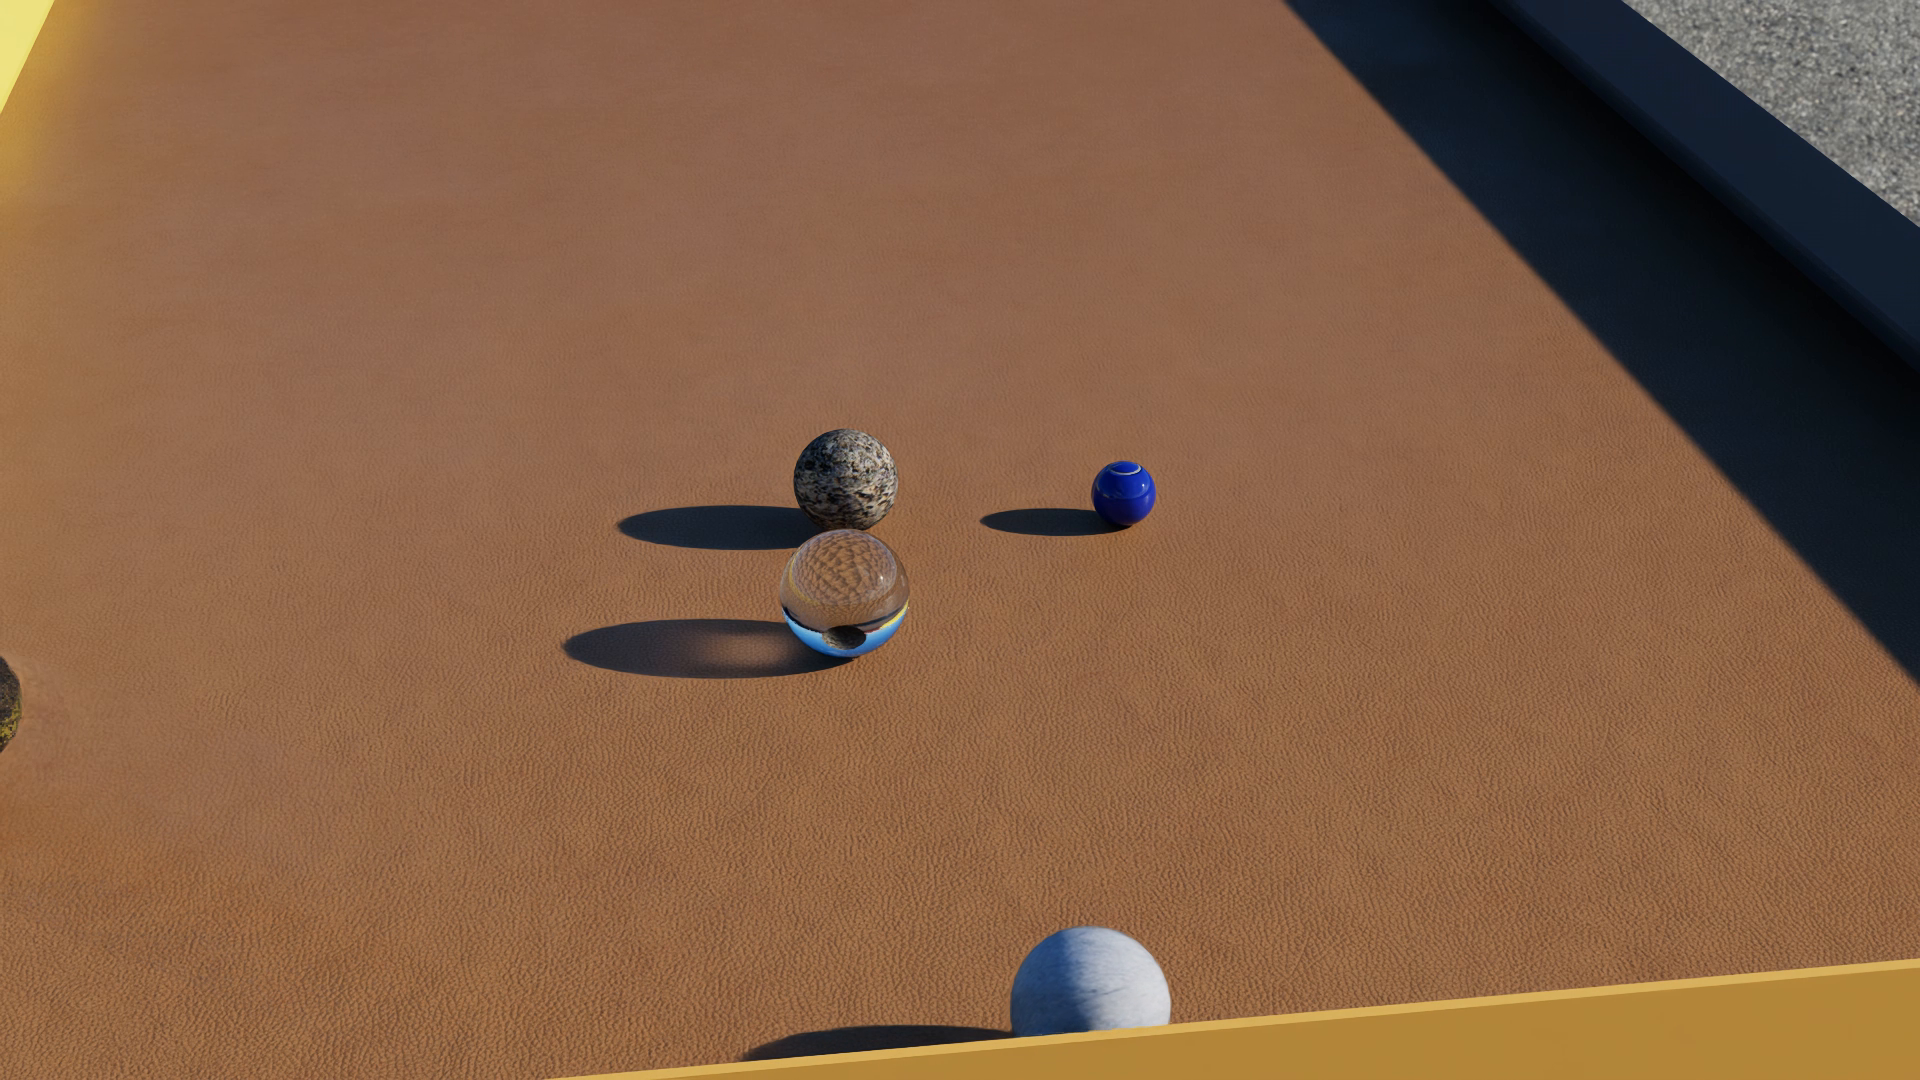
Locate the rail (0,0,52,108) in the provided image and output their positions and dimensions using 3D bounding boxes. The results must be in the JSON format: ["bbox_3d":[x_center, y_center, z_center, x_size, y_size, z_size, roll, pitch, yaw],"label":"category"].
[{"bbox_3d":[-0.871,-0.259,2.454,0.045,0.108,2.698,-4,26,-8],"label":"rail"}]

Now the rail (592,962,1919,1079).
[{"bbox_3d":[0.096,0.260,1.377,1.607,0.108,0.045,-4,26,-8],"label":"rail"}]

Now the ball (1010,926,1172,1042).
[{"bbox_3d":[0.065,0.233,1.465,0.081,0.081,0.081,0,26,0],"label":"ball"}]

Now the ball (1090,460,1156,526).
[{"bbox_3d":[0.114,-0.033,2.057,0.046,0.046,0.046,0,26,0],"label":"ball"}]

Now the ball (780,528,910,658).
[{"bbox_3d":[-0.074,0.034,1.876,0.083,0.083,0.083,0,26,0],"label":"ball"}]

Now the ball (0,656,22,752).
[{"bbox_3d":[-0.598,0.098,1.747,0.080,0.080,0.080,0,26,0],"label":"ball"}]

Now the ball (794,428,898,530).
[{"bbox_3d":[-0.079,-0.041,2.042,0.073,0.073,0.073,0,26,0],"label":"ball"}]

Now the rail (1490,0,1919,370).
[{"bbox_3d":[0.671,-0.359,2.662,0.045,0.108,2.698,-4,26,-8],"label":"rail"}]
